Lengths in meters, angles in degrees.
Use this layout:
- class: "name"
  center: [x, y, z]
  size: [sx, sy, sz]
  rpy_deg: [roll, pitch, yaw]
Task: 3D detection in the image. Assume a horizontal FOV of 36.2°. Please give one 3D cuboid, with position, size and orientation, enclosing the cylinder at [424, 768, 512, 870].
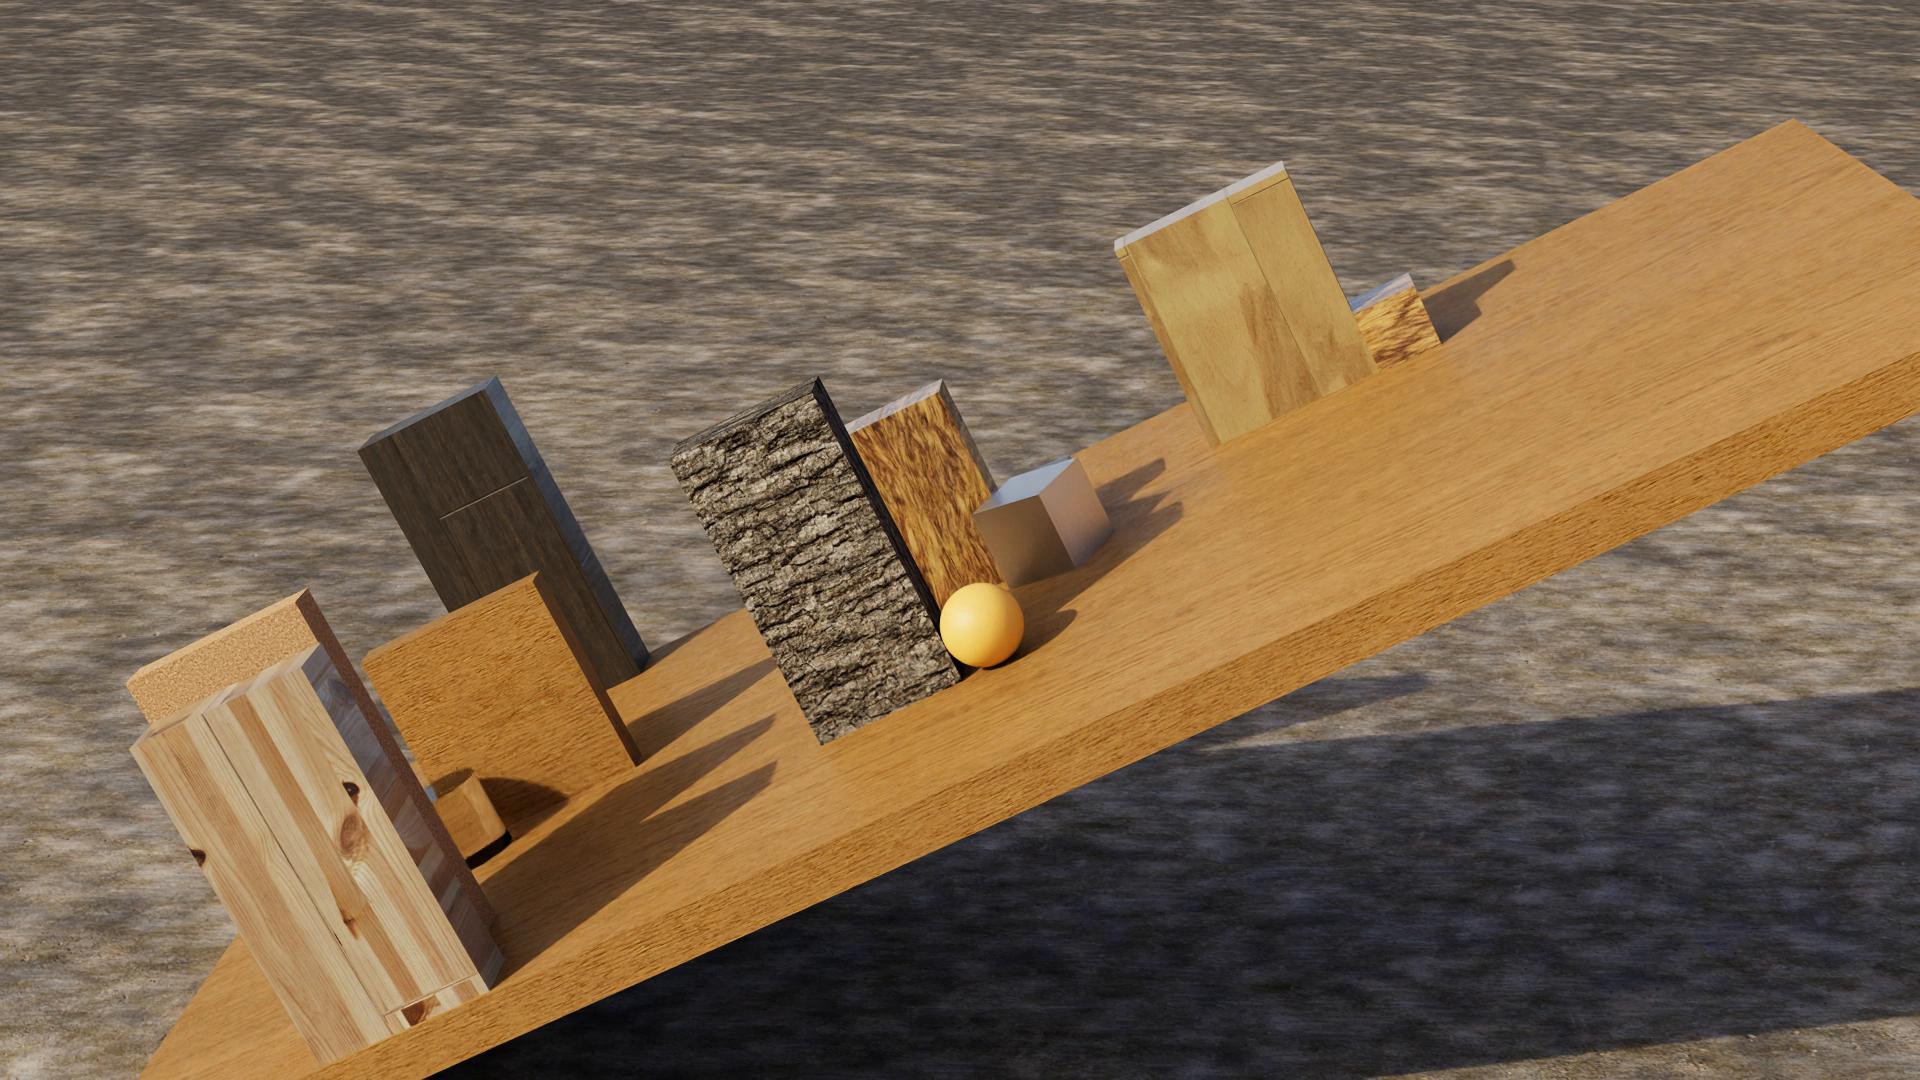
- class: "cylinder"
  center: [-1.093, 0.615, 6.391]
  size: [0.172, 0.172, 0.172]
  rpy_deg: [-26, 14, 7]

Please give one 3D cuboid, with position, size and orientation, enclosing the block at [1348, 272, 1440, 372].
- class: "block"
  center: [0.973, -0.488, 6.587]
  size: [0.148, 0.148, 0.148]
  rpy_deg: [-25, 14, 10]

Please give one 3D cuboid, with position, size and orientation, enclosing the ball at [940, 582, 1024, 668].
- class: "ball"
  center: [0.044, 0.170, 5.874]
  size: [0.170, 0.170, 0.170]
  rpy_deg: [0, 16, 0]

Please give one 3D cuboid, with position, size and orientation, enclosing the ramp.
- class: "ramp"
  center: [0.138, 0.168, 6.281]
  size: [4.000, 0.100, 2.000]
  rpy_deg: [-25, 14, 10]

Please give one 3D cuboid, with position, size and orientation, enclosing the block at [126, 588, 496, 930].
- class: "block"
  center: [-1.283, 0.518, 5.838]
  size: [0.387, 0.766, 0.093]
  rpy_deg: [-25, 14, 10]

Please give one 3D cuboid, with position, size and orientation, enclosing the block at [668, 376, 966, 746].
- class: "block"
  center: [-0.282, 0.044, 5.907]
  size: [0.320, 0.663, 0.139]
  rpy_deg: [-25, 14, 10]

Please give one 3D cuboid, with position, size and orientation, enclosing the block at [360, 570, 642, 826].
- class: "block"
  center: [-1.009, 0.373, 6.480]
  size: [0.432, 0.475, 0.080]
  rpy_deg: [-25, 14, 10]

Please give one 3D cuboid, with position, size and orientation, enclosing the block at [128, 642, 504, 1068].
- class: "block"
  center: [-1.199, 0.594, 5.517]
  size: [0.368, 0.710, 0.143]
  rpy_deg: [-25, 14, 10]

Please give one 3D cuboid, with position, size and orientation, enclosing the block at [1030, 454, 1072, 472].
- class: "block"
  center: [0.201, -0.080, 6.558]
  size: [0.143, 0.143, 0.143]
  rpy_deg: [-23, 14, 18]

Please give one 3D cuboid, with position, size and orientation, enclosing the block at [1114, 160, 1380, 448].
- class: "block"
  center: [0.643, -0.526, 6.600]
  size: [0.414, 0.503, 0.123]
  rpy_deg: [-25, 14, 10]

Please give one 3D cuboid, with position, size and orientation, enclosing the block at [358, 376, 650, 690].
- class: "block"
  center: [-1.117, 0.037, 7.239]
  size: [0.354, 0.800, 0.146]
  rpy_deg: [-25, 14, 10]

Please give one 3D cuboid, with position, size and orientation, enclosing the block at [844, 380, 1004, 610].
- class: "block"
  center: [-0.067, -0.087, 6.456]
  size: [0.276, 0.443, 0.125]
  rpy_deg: [-25, 14, 10]

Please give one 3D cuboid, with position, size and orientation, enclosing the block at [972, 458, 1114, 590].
- class: "block"
  center: [0.180, -0.036, 6.344]
  size: [0.186, 0.186, 0.186]
  rpy_deg: [-17, 17, 38]
